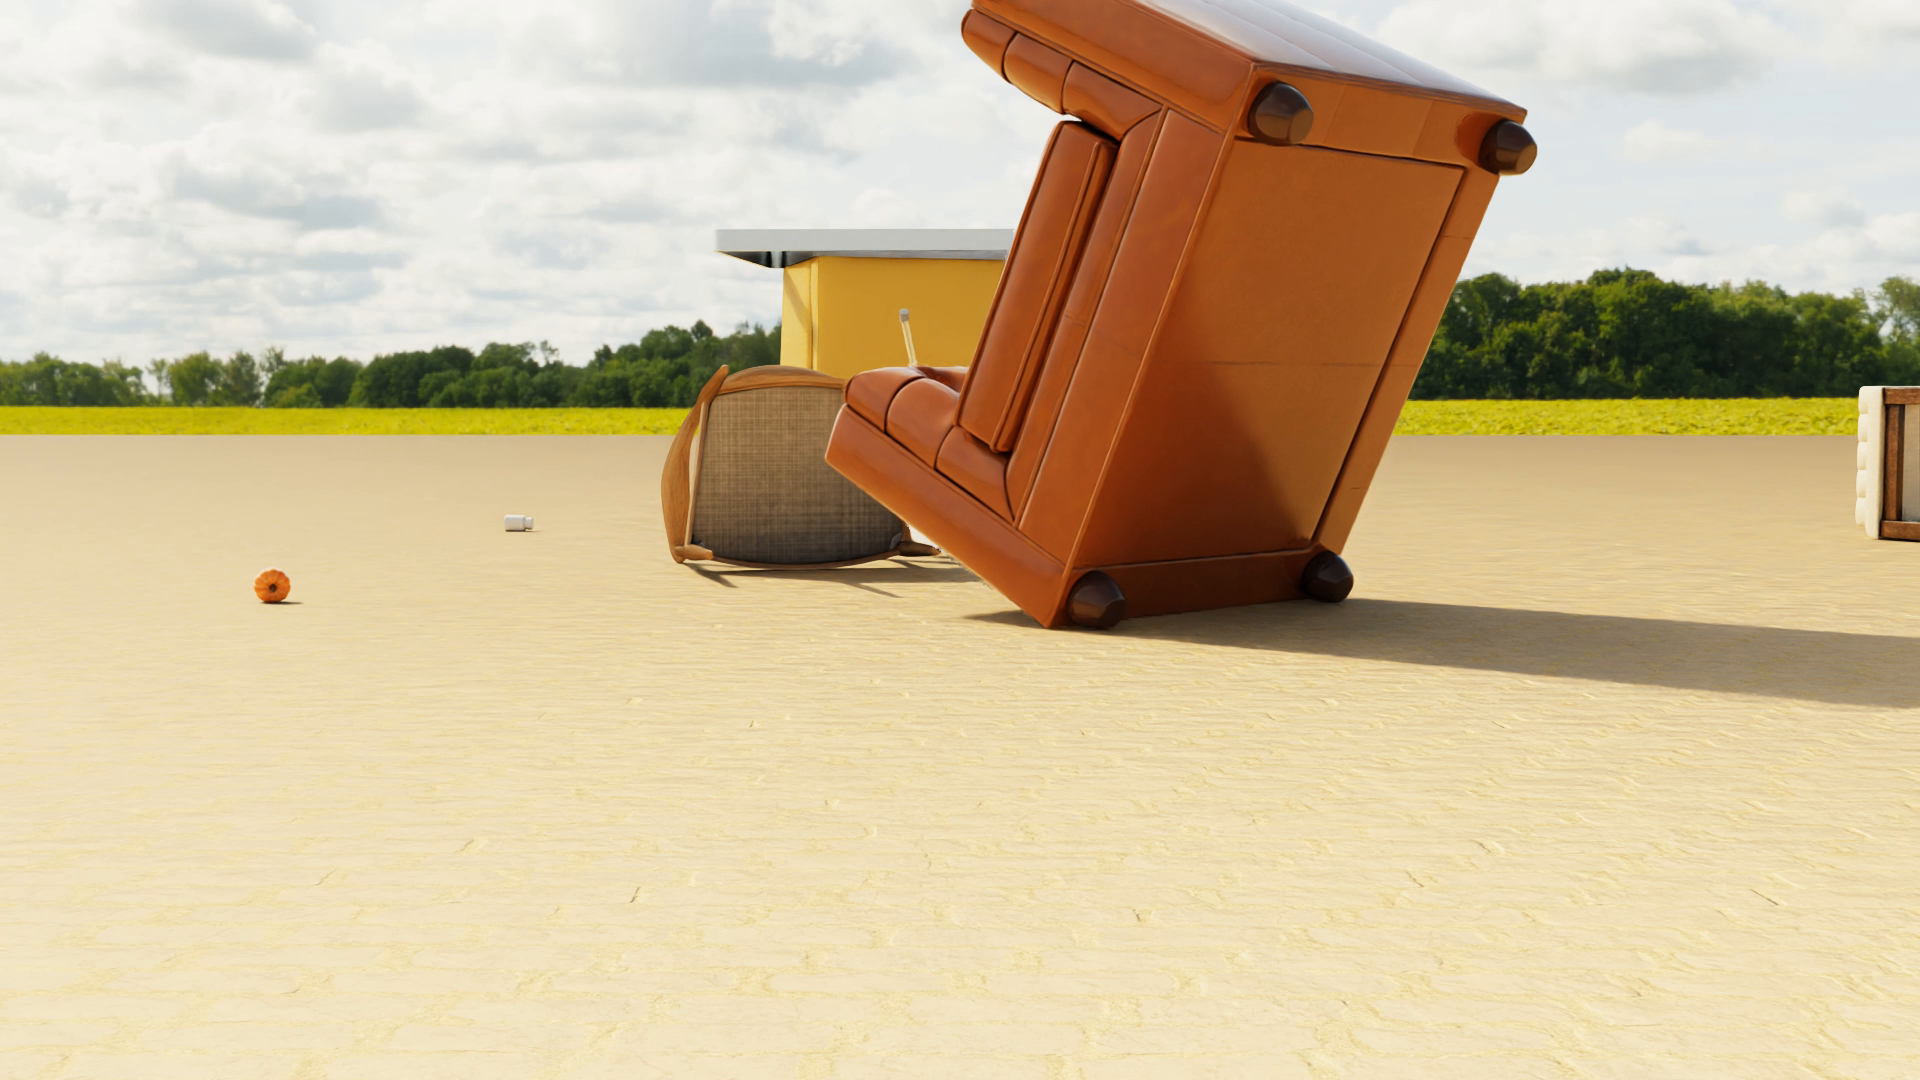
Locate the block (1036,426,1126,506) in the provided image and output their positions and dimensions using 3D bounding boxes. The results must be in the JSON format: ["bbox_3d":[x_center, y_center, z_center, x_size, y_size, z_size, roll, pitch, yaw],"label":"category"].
[{"bbox_3d":[0.470,-0.291,8.560,0.281,0.305,0.205,3,5,36],"label":"block"}]

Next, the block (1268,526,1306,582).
[{"bbox_3d":[0.770,0.032,5.174,0.070,0.124,0.126,1,4,17],"label":"block"}]

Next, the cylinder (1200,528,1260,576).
[{"bbox_3d":[0.654,0.030,5.313,0.099,0.100,0.137,2,34,32],"label":"cylinder"}]

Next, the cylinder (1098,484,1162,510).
[{"bbox_3d":[0.631,-0.161,8.172,0.201,0.094,0.145,2,-11,26],"label":"cylinder"}]
